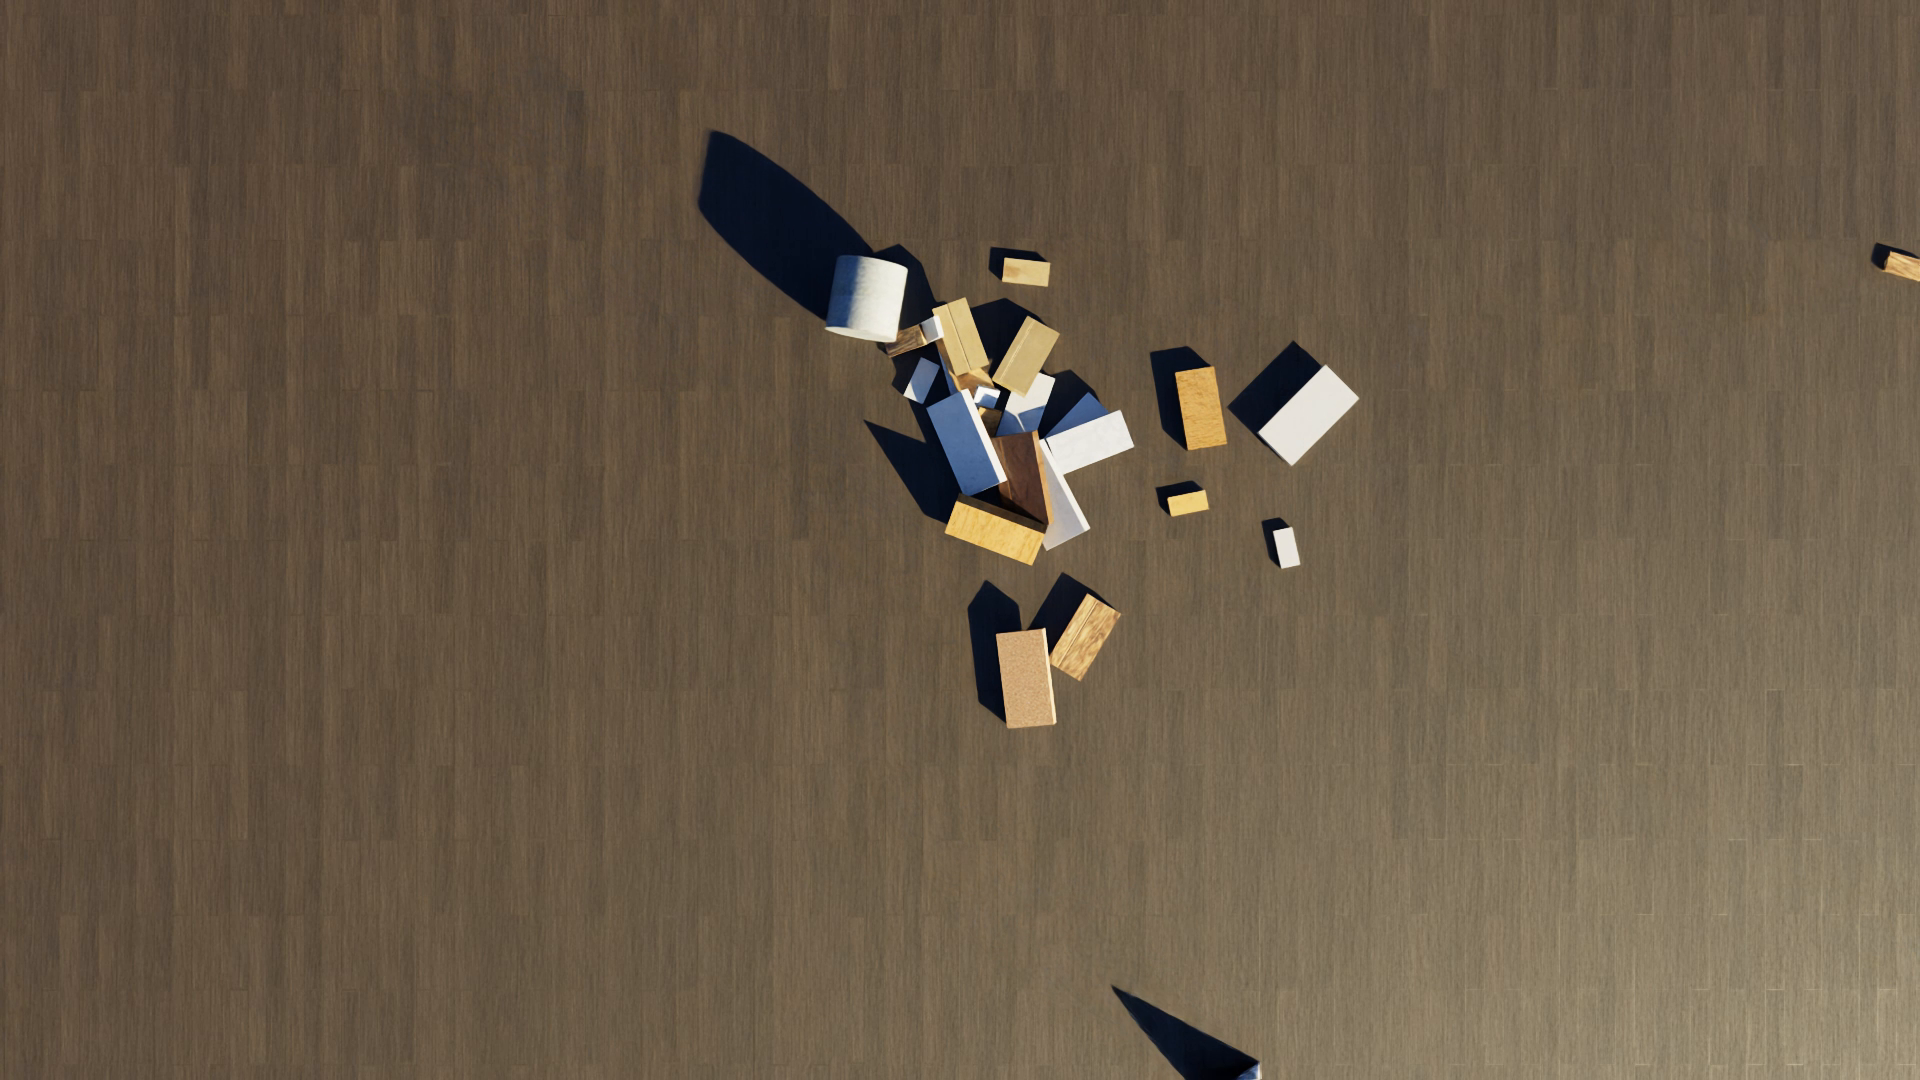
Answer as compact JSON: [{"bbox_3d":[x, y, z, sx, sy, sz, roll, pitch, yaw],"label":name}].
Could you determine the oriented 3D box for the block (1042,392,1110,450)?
[{"bbox_3d":[0.384,-0.359,5.483,0.123,0.035,0.247,44,90,0],"label":"block"}]

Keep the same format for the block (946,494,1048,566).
[{"bbox_3d":[0.118,-0.035,5.430,0.309,0.044,0.154,21,135,0],"label":"block"}]

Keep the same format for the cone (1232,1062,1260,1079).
[{"bbox_3d":[0.948,1.809,5.456,0.197,0.197,0.197,36,63,0],"label":"cone"}]

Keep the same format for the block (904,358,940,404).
[{"bbox_3d":[-0.127,-0.530,5.490,0.070,0.020,0.140,25,90,0],"label":"block"}]

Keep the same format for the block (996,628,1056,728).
[{"bbox_3d":[0.219,0.458,5.459,0.158,0.045,0.315,-7,90,14],"label":"block"}]

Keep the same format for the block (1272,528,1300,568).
[{"bbox_3d":[1.086,0.026,5.491,0.063,0.018,0.127,-12,90,0],"label":"block"}]

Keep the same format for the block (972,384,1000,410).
[{"bbox_3d":[0.070,-0.435,5.447,0.076,0.022,0.152,11,116,-20],"label":"block"}]

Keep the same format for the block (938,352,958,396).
[{"bbox_3d":[-0.006,-0.608,5.484,0.116,0.033,0.231,-16,90,0],"label":"block"}]

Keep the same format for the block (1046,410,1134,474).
[{"bbox_3d":[0.428,-0.321,5.446,0.261,0.037,0.131,-21,93,-1],"label":"block"}]

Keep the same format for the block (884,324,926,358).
[{"bbox_3d":[-0.183,-0.660,5.461,0.140,0.020,0.070,-16,90,26],"label":"block"}]

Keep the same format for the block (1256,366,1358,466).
[{"bbox_3d":[1.154,-0.412,5.478,0.158,0.045,0.315,45,90,0],"label":"block"}]

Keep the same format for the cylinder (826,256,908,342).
[{"bbox_3d":[-0.306,-0.786,5.383,0.234,0.234,0.234,10,90,0],"label":"cylinder"}]

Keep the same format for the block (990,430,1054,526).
[{"bbox_3d":[0.204,-0.196,5.418,0.154,0.044,0.309,-7,100,27],"label":"block"}]

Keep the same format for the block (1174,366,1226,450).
[{"bbox_3d":[0.798,-0.437,5.482,0.130,0.037,0.261,-10,90,0],"label":"block"}]

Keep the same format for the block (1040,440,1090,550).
[{"bbox_3d":[0.281,-0.149,5.443,0.157,0.045,0.331,-28,90,28],"label":"block"}]

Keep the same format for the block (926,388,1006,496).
[{"bbox_3d":[0.021,-0.317,5.437,0.154,0.044,0.326,-23,90,36],"label":"block"}]

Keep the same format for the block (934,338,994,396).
[{"bbox_3d":[0.015,-0.580,5.451,0.116,0.033,0.231,-25,90,0],"label":"block"}]

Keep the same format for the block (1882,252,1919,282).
[{"bbox_3d":[3.145,-0.911,5.491,0.127,0.018,0.063,16,90,0],"label":"block"}]

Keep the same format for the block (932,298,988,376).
[{"bbox_3d":[0.002,-0.666,5.418,0.116,0.033,0.231,-20,90,0],"label":"block"}]

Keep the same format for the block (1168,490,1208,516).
[{"bbox_3d":[0.759,-0.122,5.491,0.127,0.018,0.063,-11,90,0],"label":"block"}]

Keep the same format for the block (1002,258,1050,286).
[{"bbox_3d":[0.220,-0.891,5.489,0.152,0.022,0.076,6,90,0],"label":"block"}]

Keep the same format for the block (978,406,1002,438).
[{"bbox_3d":[0.079,-0.364,5.454,0.076,0.022,0.152,15,115,-7],"label":"block"}]

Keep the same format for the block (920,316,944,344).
[{"bbox_3d":[-0.106,-0.687,5.436,0.020,0.139,0.070,-15,90,-33],"label":"block"}]

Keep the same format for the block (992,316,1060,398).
[{"bbox_3d":[0.218,-0.605,5.451,0.123,0.035,0.247,29,75,0],"label":"block"}]

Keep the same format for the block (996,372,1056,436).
[{"bbox_3d":[0.217,-0.439,5.483,0.123,0.035,0.247,20,90,0],"label":"block"}]

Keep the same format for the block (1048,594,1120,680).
[{"bbox_3d":[0.410,0.323,5.482,0.131,0.037,0.261,31,90,0],"label":"block"}]
